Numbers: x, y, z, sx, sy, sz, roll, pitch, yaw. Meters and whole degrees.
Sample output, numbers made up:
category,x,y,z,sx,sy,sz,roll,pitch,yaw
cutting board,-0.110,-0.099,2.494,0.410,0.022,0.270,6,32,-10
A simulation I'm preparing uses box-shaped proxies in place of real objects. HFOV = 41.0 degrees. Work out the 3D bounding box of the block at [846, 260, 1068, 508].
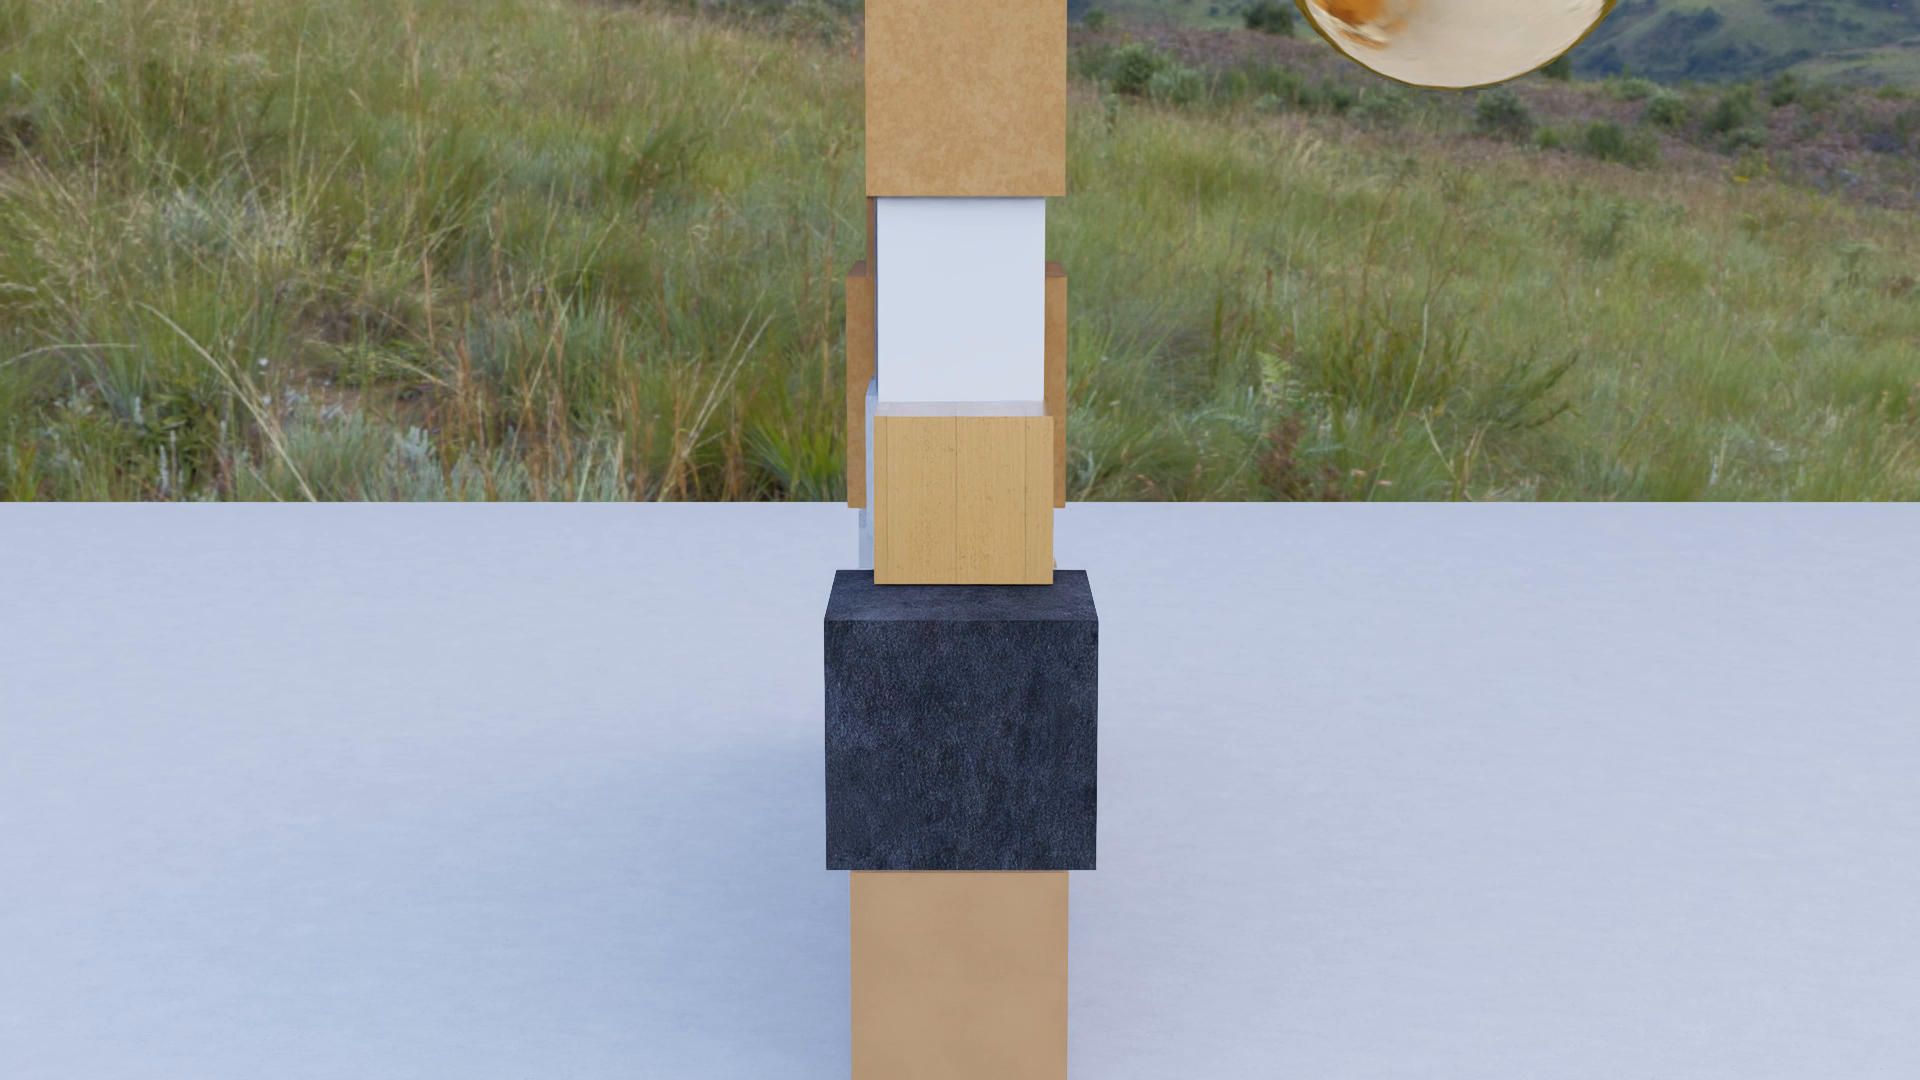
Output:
category,x,y,z,sx,sy,sz,roll,pitch,yaw
block,-0.012,-0.682,10.961,0.899,0.955,0.913,0,10,0

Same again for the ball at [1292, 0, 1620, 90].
category,x,y,z,sx,sy,sz,roll,pitch,yaw
ball,2.074,-2.685,10.692,1.600,1.600,1.600,0,10,0

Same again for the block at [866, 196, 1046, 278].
category,x,y,z,sx,sy,sz,roll,pitch,yaw
block,-0.017,-1.460,10.592,0.718,0.709,0.636,0,10,0

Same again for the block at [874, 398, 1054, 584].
category,x,y,z,sx,sy,sz,roll,pitch,yaw
block,0.014,-0.195,9.587,0.647,0.609,0.683,0,9,0

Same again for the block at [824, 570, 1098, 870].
category,x,y,z,sx,sy,sz,roll,pitch,yaw
block,0.004,0.626,9.235,0.934,0.883,0.904,0,10,0

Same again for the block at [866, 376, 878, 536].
category,x,y,z,sx,sy,sz,roll,pitch,yaw
block,-0.026,-0.342,10.238,0.673,0.549,0.627,0,11,0

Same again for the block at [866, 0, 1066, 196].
category,x,y,z,sx,sy,sz,roll,pitch,yaw
block,0.010,-1.736,9.762,0.739,0.811,0.664,0,11,-2

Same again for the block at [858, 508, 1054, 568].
category,x,y,z,sx,sy,sz,roll,pitch,yaw
block,-0.013,0.176,11.020,0.802,0.755,0.884,0,10,0

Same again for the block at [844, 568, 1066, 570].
category,x,y,z,sx,sy,sz,roll,pitch,yaw
block,-0.018,0.561,10.162,0.909,0.739,0.923,0,10,0

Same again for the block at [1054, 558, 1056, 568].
category,x,y,z,sx,sy,sz,roll,pitch,yaw
block,-0.008,0.655,13.320,1.036,0.945,1.045,0,10,0

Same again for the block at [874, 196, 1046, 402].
category,x,y,z,sx,sy,sz,roll,pitch,yaw
block,-0.013,-0.971,9.988,0.627,0.778,0.693,0,11,-3

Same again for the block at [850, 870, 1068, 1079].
category,x,y,z,sx,sy,sz,roll,pitch,yaw
block,-0.002,1.466,9.295,0.754,0.790,0.787,0,10,0
